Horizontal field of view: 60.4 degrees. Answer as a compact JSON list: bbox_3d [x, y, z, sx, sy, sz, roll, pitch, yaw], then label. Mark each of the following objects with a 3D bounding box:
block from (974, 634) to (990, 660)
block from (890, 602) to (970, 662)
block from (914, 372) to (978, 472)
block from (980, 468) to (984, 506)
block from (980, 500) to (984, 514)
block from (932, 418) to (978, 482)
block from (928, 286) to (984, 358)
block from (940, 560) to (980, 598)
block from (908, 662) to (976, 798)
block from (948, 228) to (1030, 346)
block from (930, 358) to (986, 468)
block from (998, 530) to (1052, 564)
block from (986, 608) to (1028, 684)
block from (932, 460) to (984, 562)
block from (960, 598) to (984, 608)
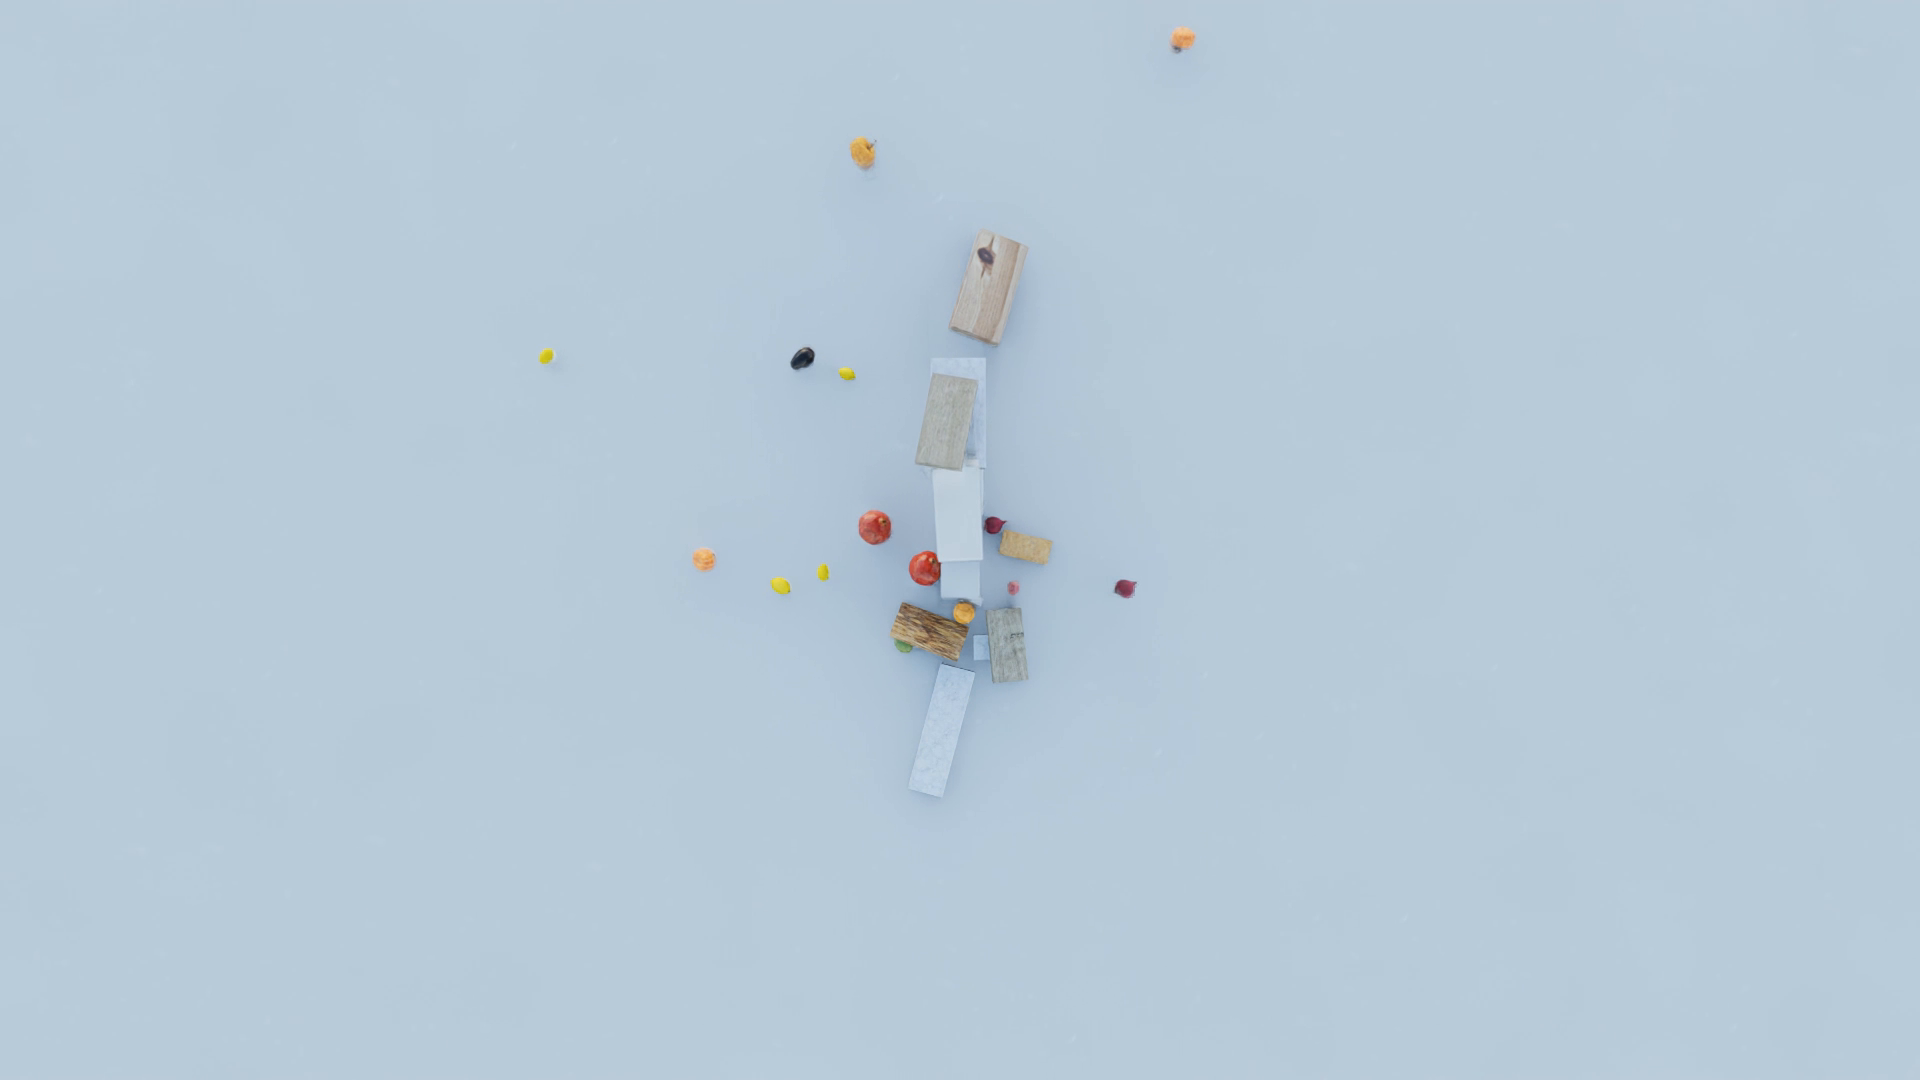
[{"bbox_3d":[0.128,0.356,5.488,0.166,0.023,0.083,-1,90,0],"label":"block"},{"bbox_3d":[-0.101,0.304,5.455,0.239,0.034,0.120,21,59,0],"label":"block"},{"bbox_3d":[-0.040,-0.356,4.989,0.141,0.040,0.283,10,78,5],"label":"block"},{"bbox_3d":[-0.001,-0.258,5.177,0.149,0.042,0.299,1,90,0],"label":"block"},{"bbox_3d":[0.003,-0.119,5.350,0.149,0.299,0.042,0,86,0],"label":"block"},{"bbox_3d":[-0.020,-0.266,5.075,0.141,0.040,0.283,-5,105,1],"label":"block"},{"bbox_3d":[-0.009,-0.665,5.476,0.171,0.048,0.342,-3,90,0],"label":"block"},{"bbox_3d":[0.000,0.062,5.239,0.122,0.034,0.243,-1,90,0],"label":"block"},{"bbox_3d":[-0.061,0.632,5.483,0.120,0.034,0.428,15,90,0],"label":"block"},{"bbox_3d":[0.095,-0.833,5.435,0.171,0.048,0.342,19,84,-16],"label":"block"},{"bbox_3d":[-0.005,-0.394,5.131,0.171,0.048,0.342,0,90,0],"label":"block"},{"bbox_3d":[0.218,0.024,5.488,0.166,0.023,0.083,14,90,0],"label":"block"},{"bbox_3d":[0.155,0.349,5.460,0.120,0.034,0.239,-6,90,0],"label":"block"},{"bbox_3d":[-0.006,-0.088,5.094,0.141,0.040,0.346,-3,125,0],"label":"block"},{"bbox_3d":[0.032,0.192,5.417,0.083,0.166,0.023,23,86,0],"label":"block"}]
